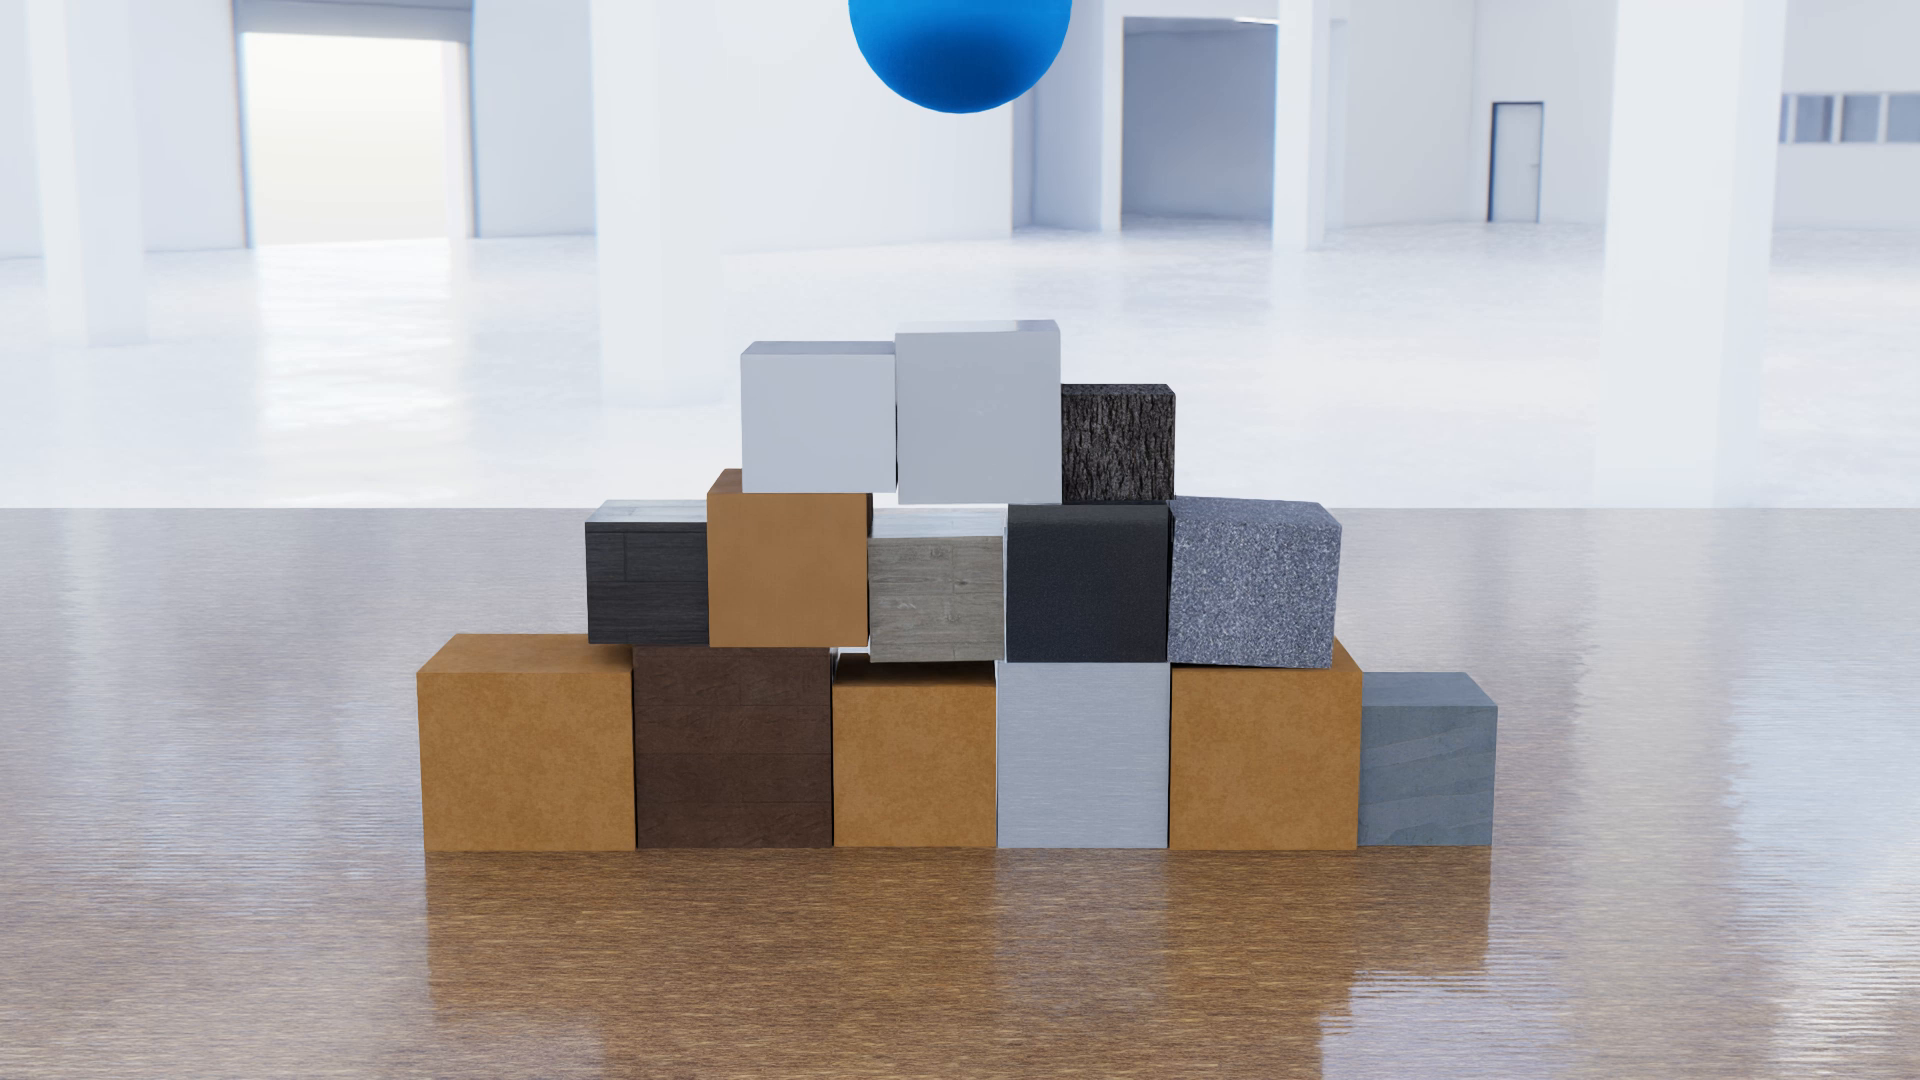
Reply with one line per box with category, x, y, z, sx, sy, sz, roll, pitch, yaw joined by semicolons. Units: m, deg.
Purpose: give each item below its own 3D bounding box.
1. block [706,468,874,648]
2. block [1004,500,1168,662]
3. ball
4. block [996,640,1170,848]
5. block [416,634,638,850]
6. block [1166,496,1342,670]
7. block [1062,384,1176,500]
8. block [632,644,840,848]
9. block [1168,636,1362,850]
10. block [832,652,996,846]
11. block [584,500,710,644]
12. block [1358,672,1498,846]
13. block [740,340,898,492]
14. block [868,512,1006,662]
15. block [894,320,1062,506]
block;-0.847;0.076;11.207;0.780;0.768;0.846;0;10;0
block;0.625;0.145;11.225;0.784;0.792;0.819;0;10;0
ball;0.000;-3.858;15.718;1.600;1.600;1.600;0;10;0
block;0.615;1.003;11.382;0.851;0.953;0.845;0;10;0
block;-2.154;1.027;11.358;1.056;0.916;0.876;0;10;0
block;1.448;0.203;11.199;0.819;0.724;0.727;3;10;-1
block;0.786;-0.501;11.102;0.552;0.525;0.497;0;10;0
block;-1.130;0.965;11.360;0.973;1.037;0.821;0;10;0
block;1.520;1.024;11.373;0.938;0.916;0.881;0;10;0
block;-0.227;1.071;11.364;0.813;0.827;0.737;0;10;0
block;-1.546;0.153;11.212;0.600;0.615;0.693;0;10;0
block;2.341;1.120;11.383;0.683;0.723;0.722;0;10;0
block;-0.688;-0.629;11.049;0.749;0.676;0.742;0;10;0
block;-0.116;0.231;11.236;0.670;0.629;0.703;-1;10;0
block;0.092;-0.652;11.045;0.802;0.845;0.676;-1;10;0
